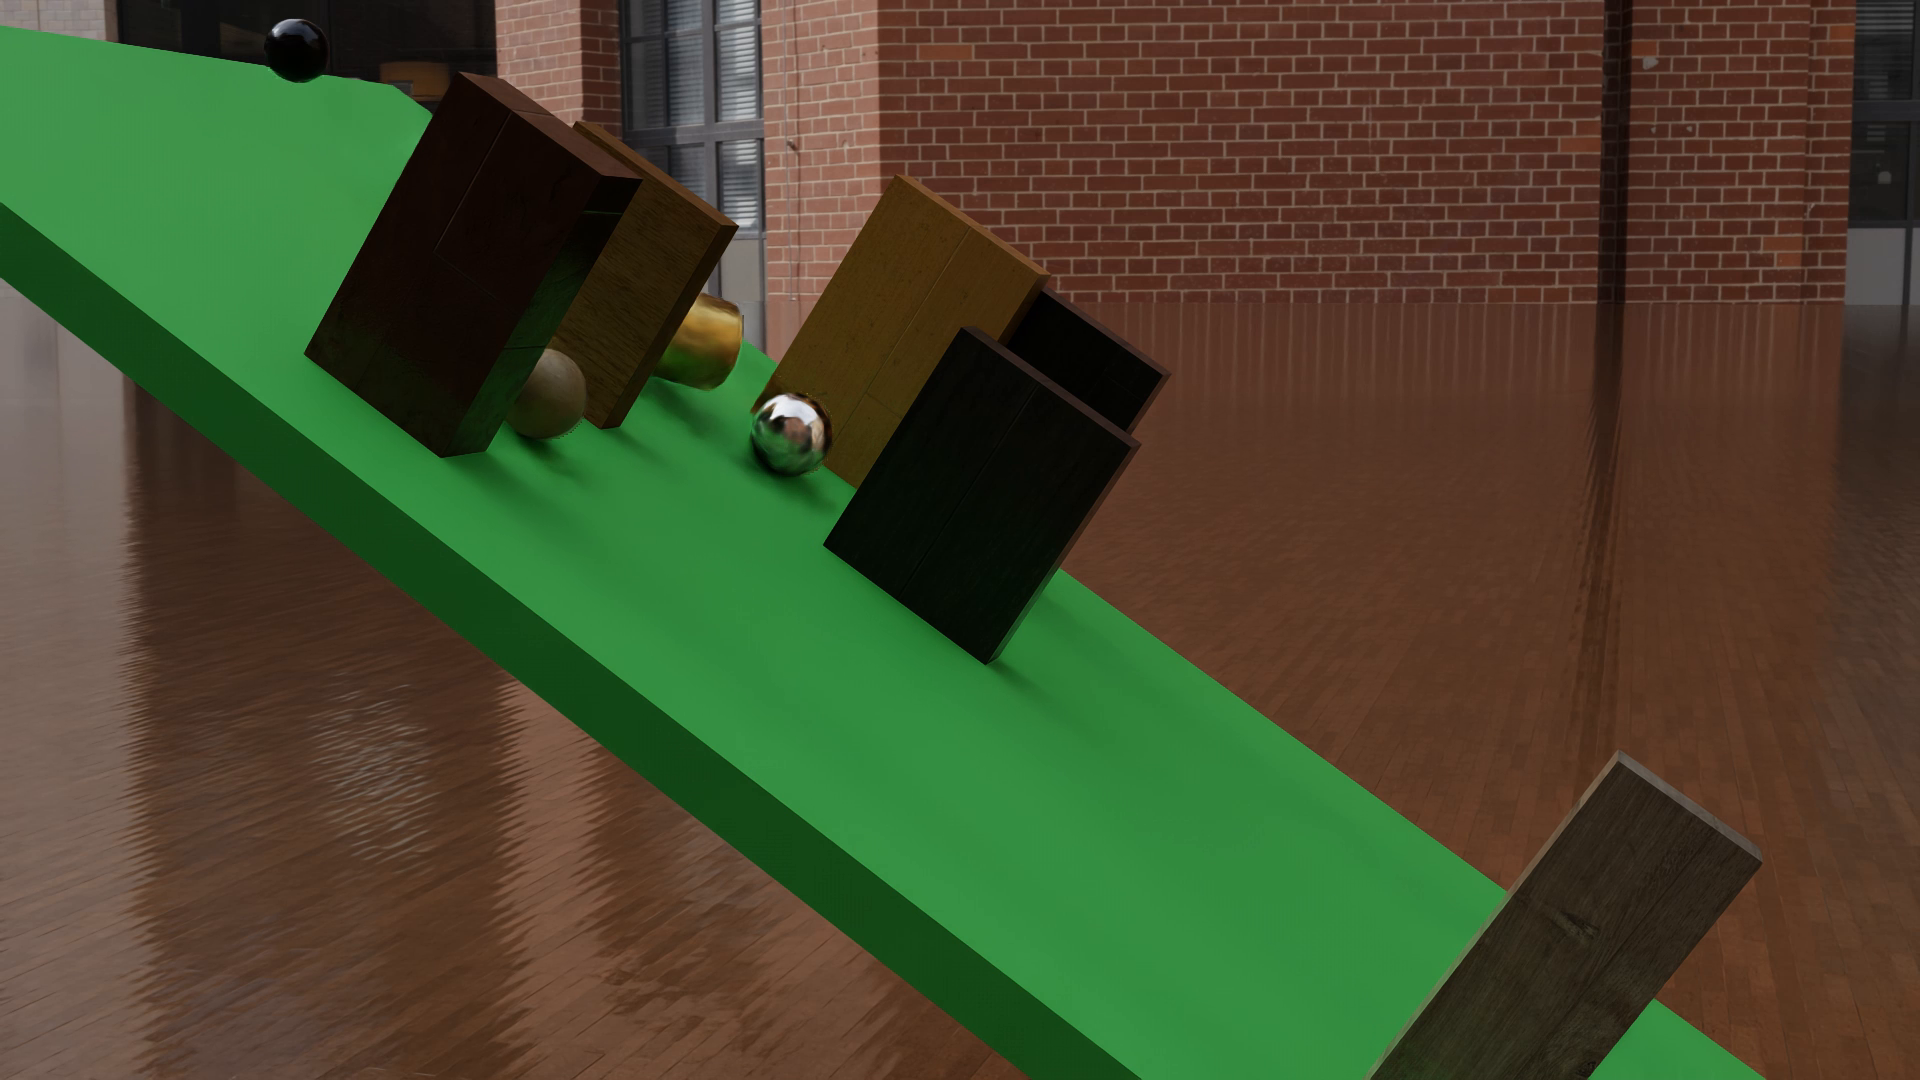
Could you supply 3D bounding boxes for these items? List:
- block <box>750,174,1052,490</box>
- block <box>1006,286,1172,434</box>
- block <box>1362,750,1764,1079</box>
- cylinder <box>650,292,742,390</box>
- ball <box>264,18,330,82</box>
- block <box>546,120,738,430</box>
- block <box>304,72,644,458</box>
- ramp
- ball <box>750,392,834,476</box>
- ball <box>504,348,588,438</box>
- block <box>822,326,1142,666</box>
[{"bbox_3d":[-0.129,-0.413,4.633,0.371,0.596,0.098,36,15,10],"label":"block"},{"bbox_3d":[0.117,-0.245,4.693,0.427,0.554,0.092,36,15,10],"label":"block"},{"bbox_3d":[0.875,0.649,3.255,0.242,0.664,0.084,36,15,10],"label":"block"},{"bbox_3d":[-0.567,-0.413,4.401,0.189,0.189,0.189,15,-4,-39],"label":"cylinder"},{"bbox_3d":[-1.426,-1.054,4.734,0.136,0.136,0.136,0,7,0],"label":"ball"},{"bbox_3d":[-0.667,-0.486,4.054,0.341,0.446,0.082,36,15,10],"label":"block"},{"bbox_3d":[-0.779,-0.436,3.513,0.293,0.528,0.145,36,15,10],"label":"block"},{"bbox_3d":[-0.117,0.200,4.095,4.000,0.100,2.000,36,15,10],"label":"ramp"},{"bbox_3d":[-0.338,-0.213,4.415,0.165,0.165,0.165,0,7,0],"label":"ball"},{"bbox_3d":[-0.719,-0.252,3.778,0.157,0.157,0.157,0,7,0],"label":"ball"},{"bbox_3d":[0.038,-0.084,4.139,0.389,0.500,0.089,36,15,10],"label":"block"}]
